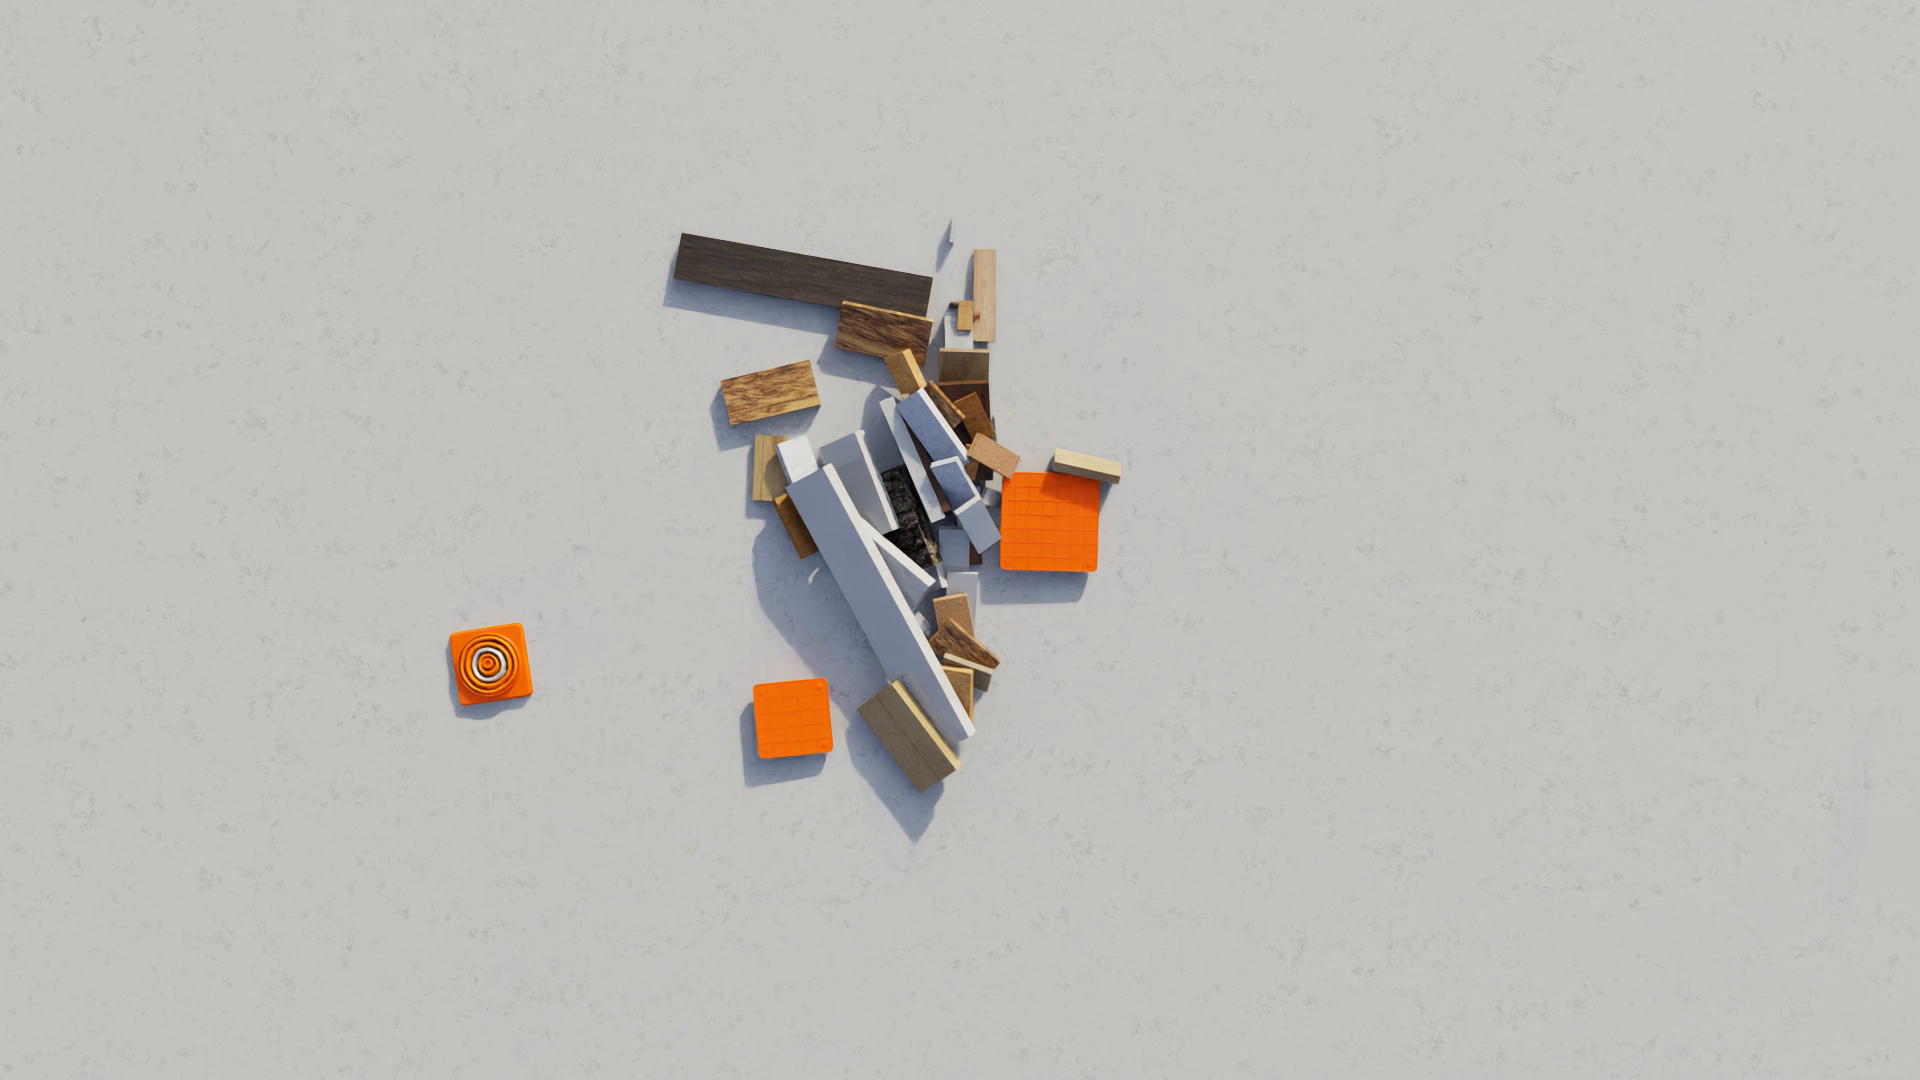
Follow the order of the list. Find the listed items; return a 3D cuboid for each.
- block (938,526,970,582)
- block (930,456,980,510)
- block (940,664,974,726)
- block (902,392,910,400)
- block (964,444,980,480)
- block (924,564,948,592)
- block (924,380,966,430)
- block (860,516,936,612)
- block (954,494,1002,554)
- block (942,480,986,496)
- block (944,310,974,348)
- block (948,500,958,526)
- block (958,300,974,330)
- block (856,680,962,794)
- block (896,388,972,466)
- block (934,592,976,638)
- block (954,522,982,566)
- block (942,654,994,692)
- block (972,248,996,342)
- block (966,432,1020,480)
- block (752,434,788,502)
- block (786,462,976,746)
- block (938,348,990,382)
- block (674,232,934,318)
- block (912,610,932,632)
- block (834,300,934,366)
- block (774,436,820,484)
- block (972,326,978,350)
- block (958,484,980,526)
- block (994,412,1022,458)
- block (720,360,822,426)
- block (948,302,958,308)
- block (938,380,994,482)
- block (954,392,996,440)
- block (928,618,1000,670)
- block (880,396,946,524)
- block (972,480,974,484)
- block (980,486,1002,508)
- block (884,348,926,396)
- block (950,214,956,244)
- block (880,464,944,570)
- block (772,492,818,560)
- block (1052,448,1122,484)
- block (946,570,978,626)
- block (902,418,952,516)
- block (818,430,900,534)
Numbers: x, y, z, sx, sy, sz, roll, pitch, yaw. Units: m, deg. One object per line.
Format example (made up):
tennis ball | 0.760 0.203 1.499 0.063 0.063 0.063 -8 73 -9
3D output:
block | -0.020 0.052 5.446 0.100 0.028 0.201 1 114 0
block | -0.012 -0.183 5.335 0.094 0.027 0.187 -13 127 24
block | -0.014 0.524 5.429 0.111 0.031 0.222 7 113 17
block | -0.144 -0.400 5.410 0.023 0.080 0.160 -26 121 -4
block | 0.034 -0.253 5.348 0.055 0.016 0.110 13 108 -4
block | -0.113 0.070 5.455 0.100 0.028 0.201 -17 90 43
block | -0.066 -0.426 5.302 0.160 0.023 0.080 47 119 0
block | -0.265 0.088 5.409 0.351 0.050 0.176 40 124 7
block | 0.059 -0.050 5.375 0.094 0.027 0.187 -35 130 -8
block | 0.007 -0.307 5.427 0.162 0.046 0.325 2 108 0
block | -0.003 -0.665 5.430 0.092 0.026 0.184 -1 86 1
block | 0.004 -0.089 5.464 0.075 0.021 0.149 -4 110 0
block | 0.018 -0.737 5.404 0.047 0.013 0.094 3 100 1
block | -0.167 0.647 5.434 0.175 0.050 0.351 -37 90 31
block | -0.083 -0.346 5.314 0.111 0.031 0.282 -30 99 40
block | -0.013 0.293 5.452 0.111 0.031 0.222 -10 105 3
block | 0.029 0.009 5.470 0.075 0.021 0.149 -7 104 1
block | 0.021 0.435 5.420 0.168 0.024 0.084 19 130 8
block | 0.082 -0.811 5.474 0.075 0.021 0.311 1 84 -1
block | 0.111 -0.272 5.351 0.205 0.023 0.080 27 86 -44
block | -0.629 -0.238 5.485 0.108 0.031 0.217 2 90 0
block | -0.259 0.227 5.390 0.176 0.050 0.996 -25 96 34
block | 0.011 -0.464 5.424 0.162 0.046 0.325 2 109 0
block | -0.519 -0.869 5.479 0.845 0.043 0.152 10 90 0
block | -0.181 0.252 5.474 0.084 0.024 0.168 -41 85 -10
block | -0.251 -0.683 5.454 0.303 0.043 0.152 12 110 0
block | -0.523 -0.228 5.458 0.108 0.031 0.217 -22 91 -30
block | 0.007 -0.624 5.487 0.092 0.026 0.184 7 90 0
block | 0.029 -0.107 5.424 0.075 0.021 0.149 1 98 0
block | 0.158 -0.347 5.489 0.075 0.021 0.149 -6 90 0
block | -0.628 -0.488 5.479 0.303 0.043 0.152 -13 90 0
block | -0.011 -0.776 5.453 0.047 0.094 0.013 8 102 0
block | 0.020 -0.353 5.364 0.162 0.046 0.325 -3 108 1
block | 0.048 -0.393 5.315 0.075 0.021 0.149 -24 106 8
block | 0.014 0.370 5.441 0.222 0.031 0.111 40 102 -10
block | -0.155 -0.260 5.414 0.049 0.171 0.426 -23 90 0
block | 0.019 -0.238 5.369 0.055 0.016 0.110 2 108 0
block | 0.104 -0.140 5.449 0.016 0.110 0.055 18 90 30
block | -0.161 -0.513 5.424 0.031 0.111 0.221 -34 104 -35
block | -0.023 -1.031 5.477 0.013 0.047 0.094 6 90 0
block | -0.190 -0.062 5.424 0.171 0.049 0.343 -21 90 43
block | -0.525 -0.057 5.457 0.108 0.031 0.217 -28 92 -30
block | 0.419 -0.243 5.444 0.221 0.111 0.031 13 118 0
block | 0.003 0.204 5.462 0.100 0.028 0.201 3 103 0
block | -0.115 -0.262 5.399 0.027 0.094 0.388 -23 81 0
block | -0.333 -0.171 5.431 0.171 0.049 0.343 -21 90 35
